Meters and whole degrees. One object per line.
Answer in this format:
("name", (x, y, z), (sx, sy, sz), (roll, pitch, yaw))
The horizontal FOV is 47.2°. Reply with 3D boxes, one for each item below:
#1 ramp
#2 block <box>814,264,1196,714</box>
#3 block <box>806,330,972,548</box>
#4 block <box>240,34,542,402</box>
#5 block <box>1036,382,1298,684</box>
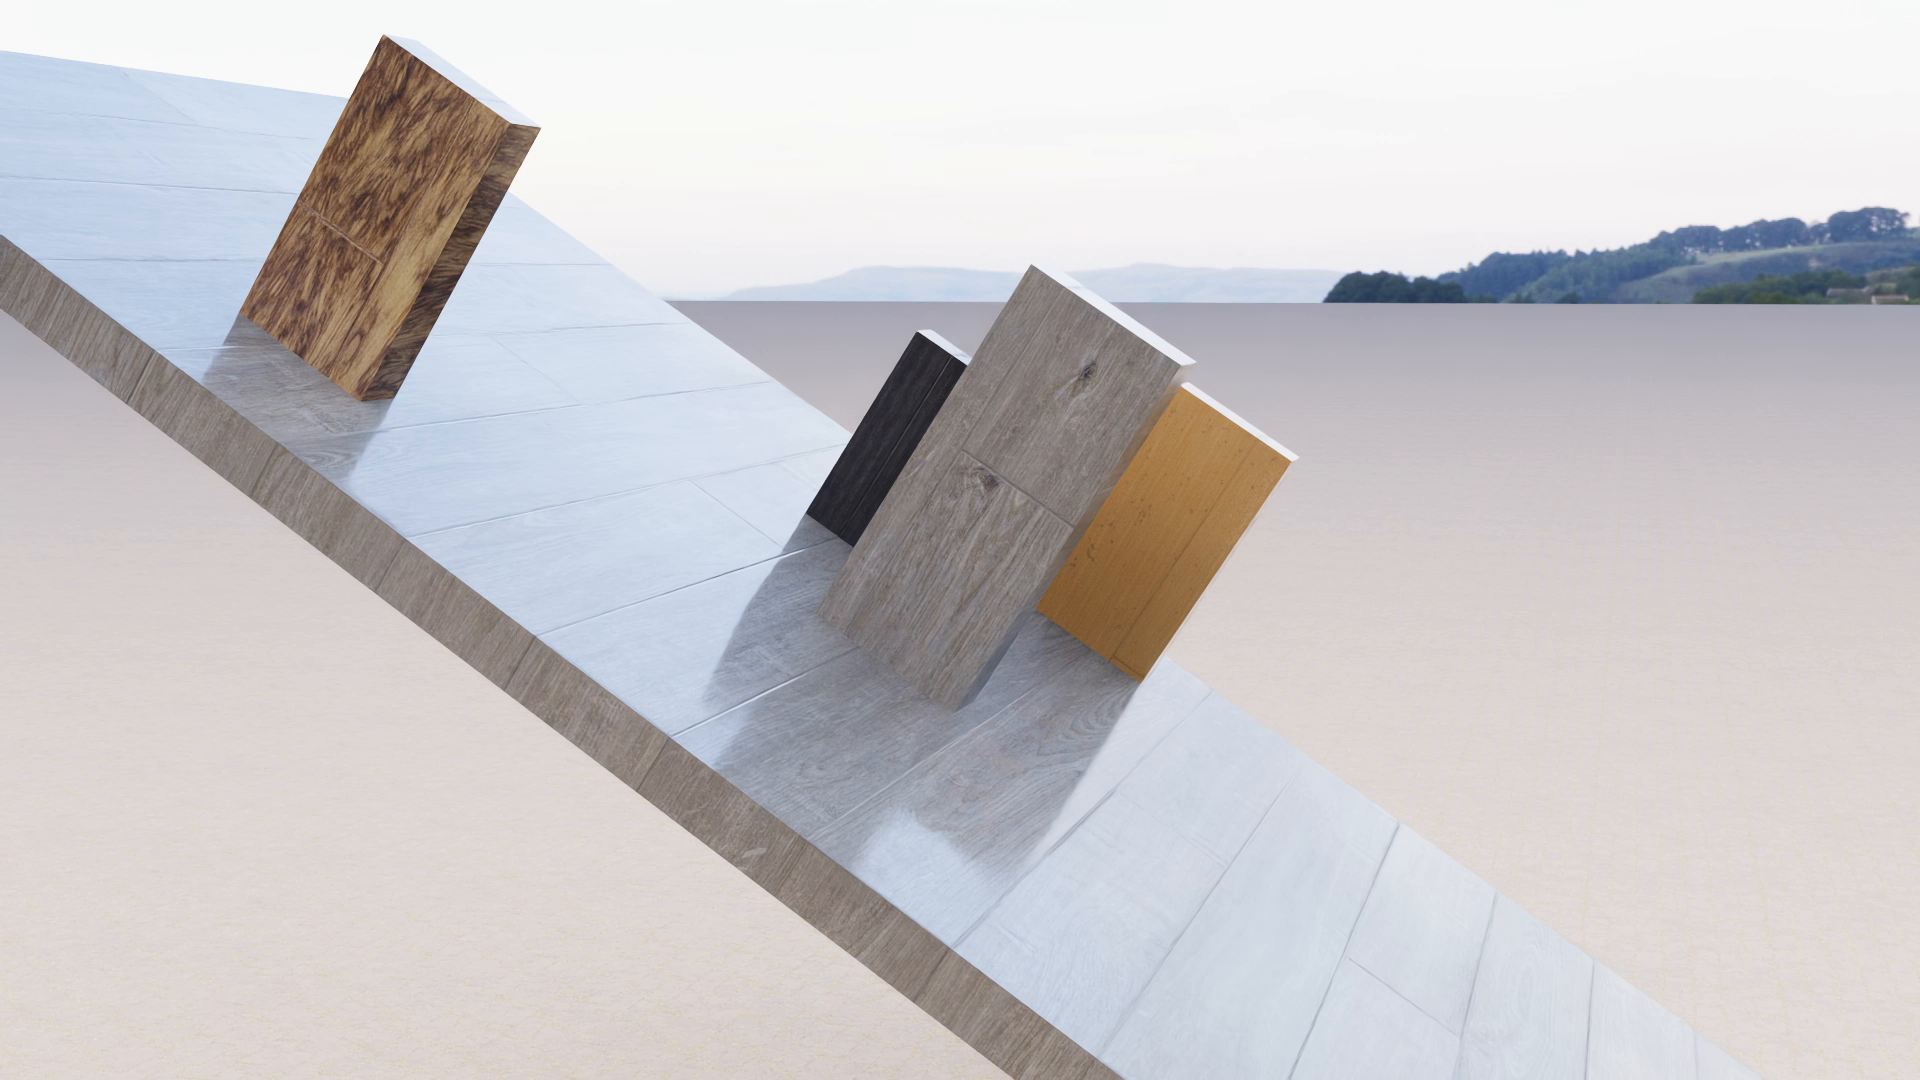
("ramp", (-0.131, 0.220, 4.101), (4.000, 0.100, 2.000), (35, 15, 10))
("block", (0.074, -0.090, 3.871), (0.311, 0.736, 0.136), (35, 15, 10))
("block", (-0.034, -0.130, 4.363), (0.374, 0.436, 0.089), (35, 15, 10))
("block", (-0.937, -0.524, 3.607), (0.268, 0.529, 0.103), (35, 15, 10))
("block", (0.436, -0.015, 4.674), (0.283, 0.574, 0.103), (35, 15, 10))
